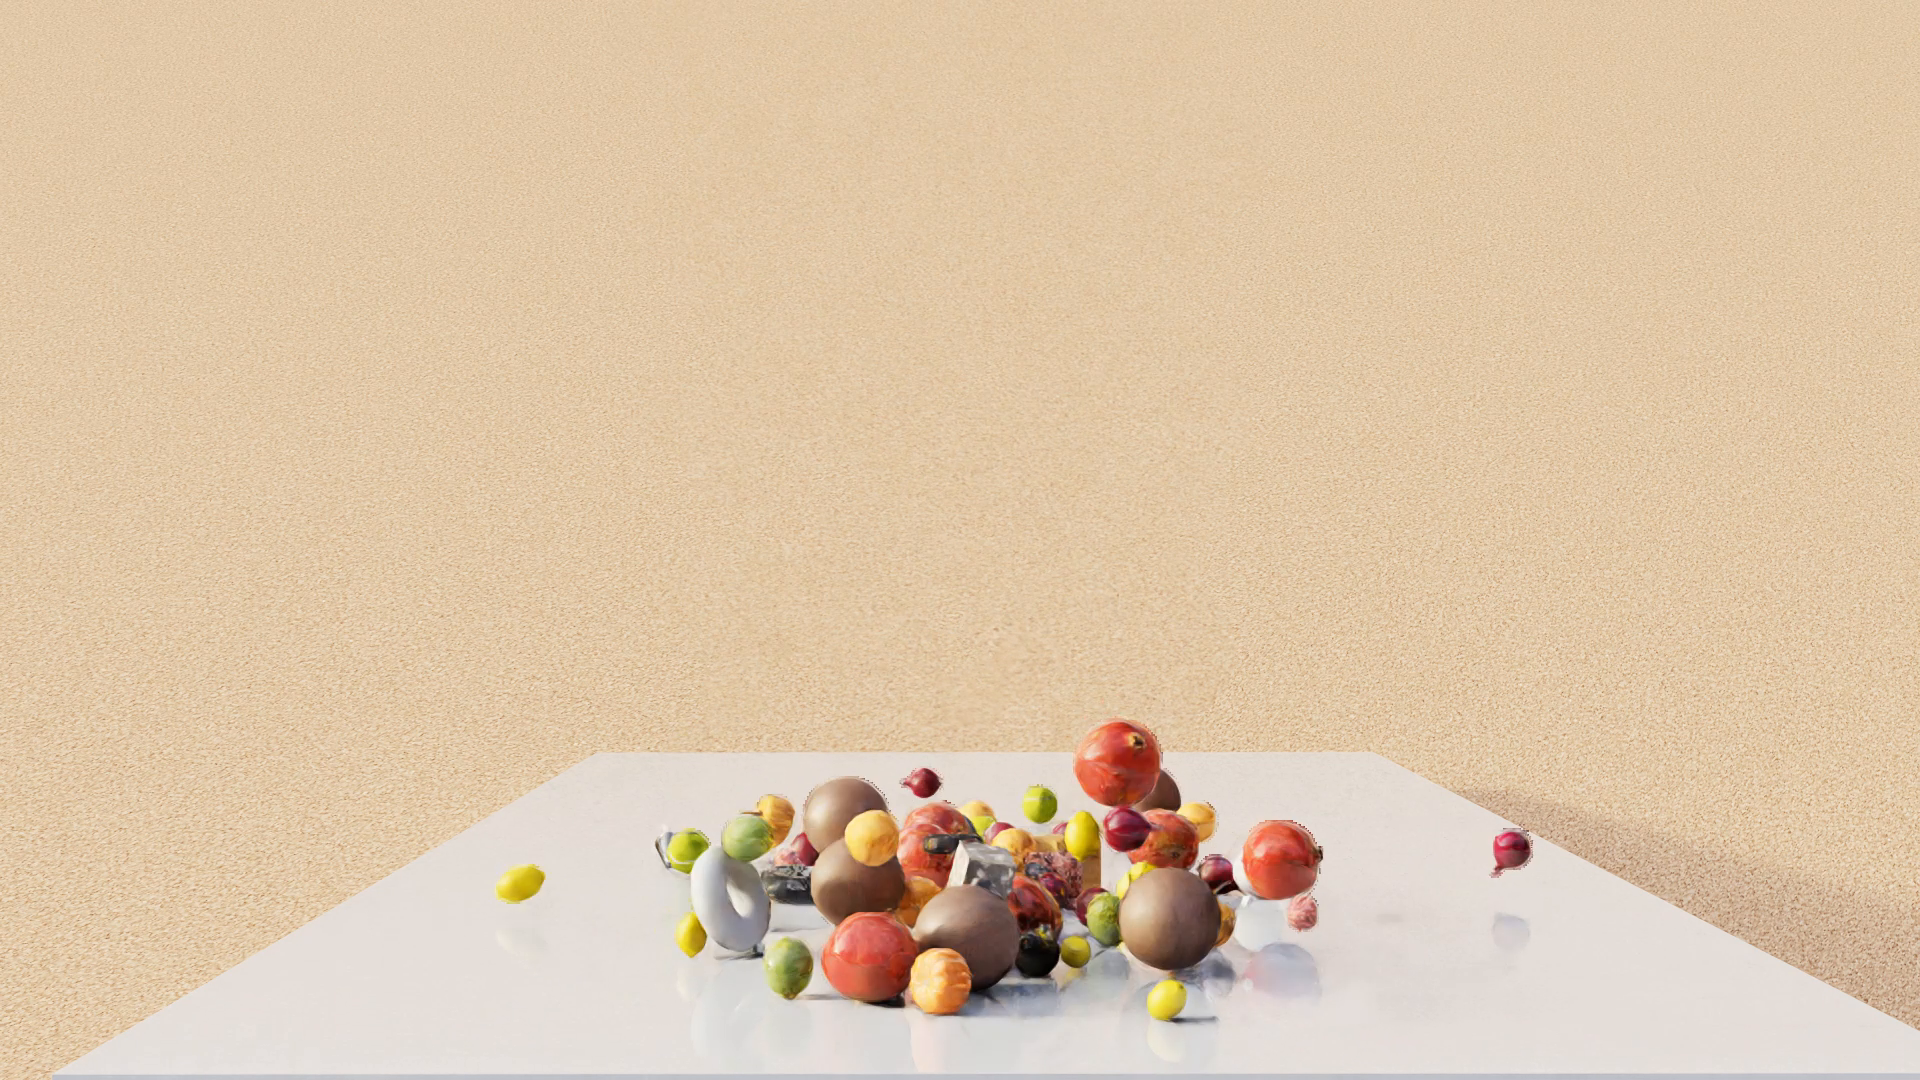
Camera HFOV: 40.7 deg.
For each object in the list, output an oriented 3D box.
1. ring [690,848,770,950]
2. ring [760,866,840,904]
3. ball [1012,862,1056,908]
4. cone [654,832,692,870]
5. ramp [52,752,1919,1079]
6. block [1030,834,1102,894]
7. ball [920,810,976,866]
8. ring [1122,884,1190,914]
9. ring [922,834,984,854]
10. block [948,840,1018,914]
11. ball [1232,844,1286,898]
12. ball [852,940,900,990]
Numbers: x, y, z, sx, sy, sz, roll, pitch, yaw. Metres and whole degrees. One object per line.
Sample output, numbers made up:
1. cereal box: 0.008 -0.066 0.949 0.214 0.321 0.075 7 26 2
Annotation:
1. ring: -0.303 0.474 3.420 0.048 0.144 0.144 -25 22 23
2. ring: -0.245 0.524 3.930 0.125 0.042 0.125 3 6 0
3. ball: 0.111 0.514 3.853 0.066 0.066 0.066 0 30 0
4. cone: -0.484 0.533 4.321 0.065 0.065 0.065 1 27 2
5. ramp: 0.067 0.597 4.654 2.000 0.100 4.000 0 0 0
6. block: 0.165 0.506 4.048 0.082 0.082 0.082 0 0 -30
7. ball: -0.018 0.500 4.336 0.095 0.095 0.095 0 30 0
8. ring: 0.289 0.530 3.828 0.101 0.034 0.101 -1 0 0
9. ring: -0.010 0.414 3.521 0.083 0.028 0.083 -1 -7 0
10. block: 0.028 0.427 3.282 0.063 0.063 0.063 12 13 -15
11. ball: 0.458 0.506 3.953 0.083 0.083 0.083 0 30 0
12. ball: -0.102 0.518 3.153 0.059 0.059 0.059 0 30 0
